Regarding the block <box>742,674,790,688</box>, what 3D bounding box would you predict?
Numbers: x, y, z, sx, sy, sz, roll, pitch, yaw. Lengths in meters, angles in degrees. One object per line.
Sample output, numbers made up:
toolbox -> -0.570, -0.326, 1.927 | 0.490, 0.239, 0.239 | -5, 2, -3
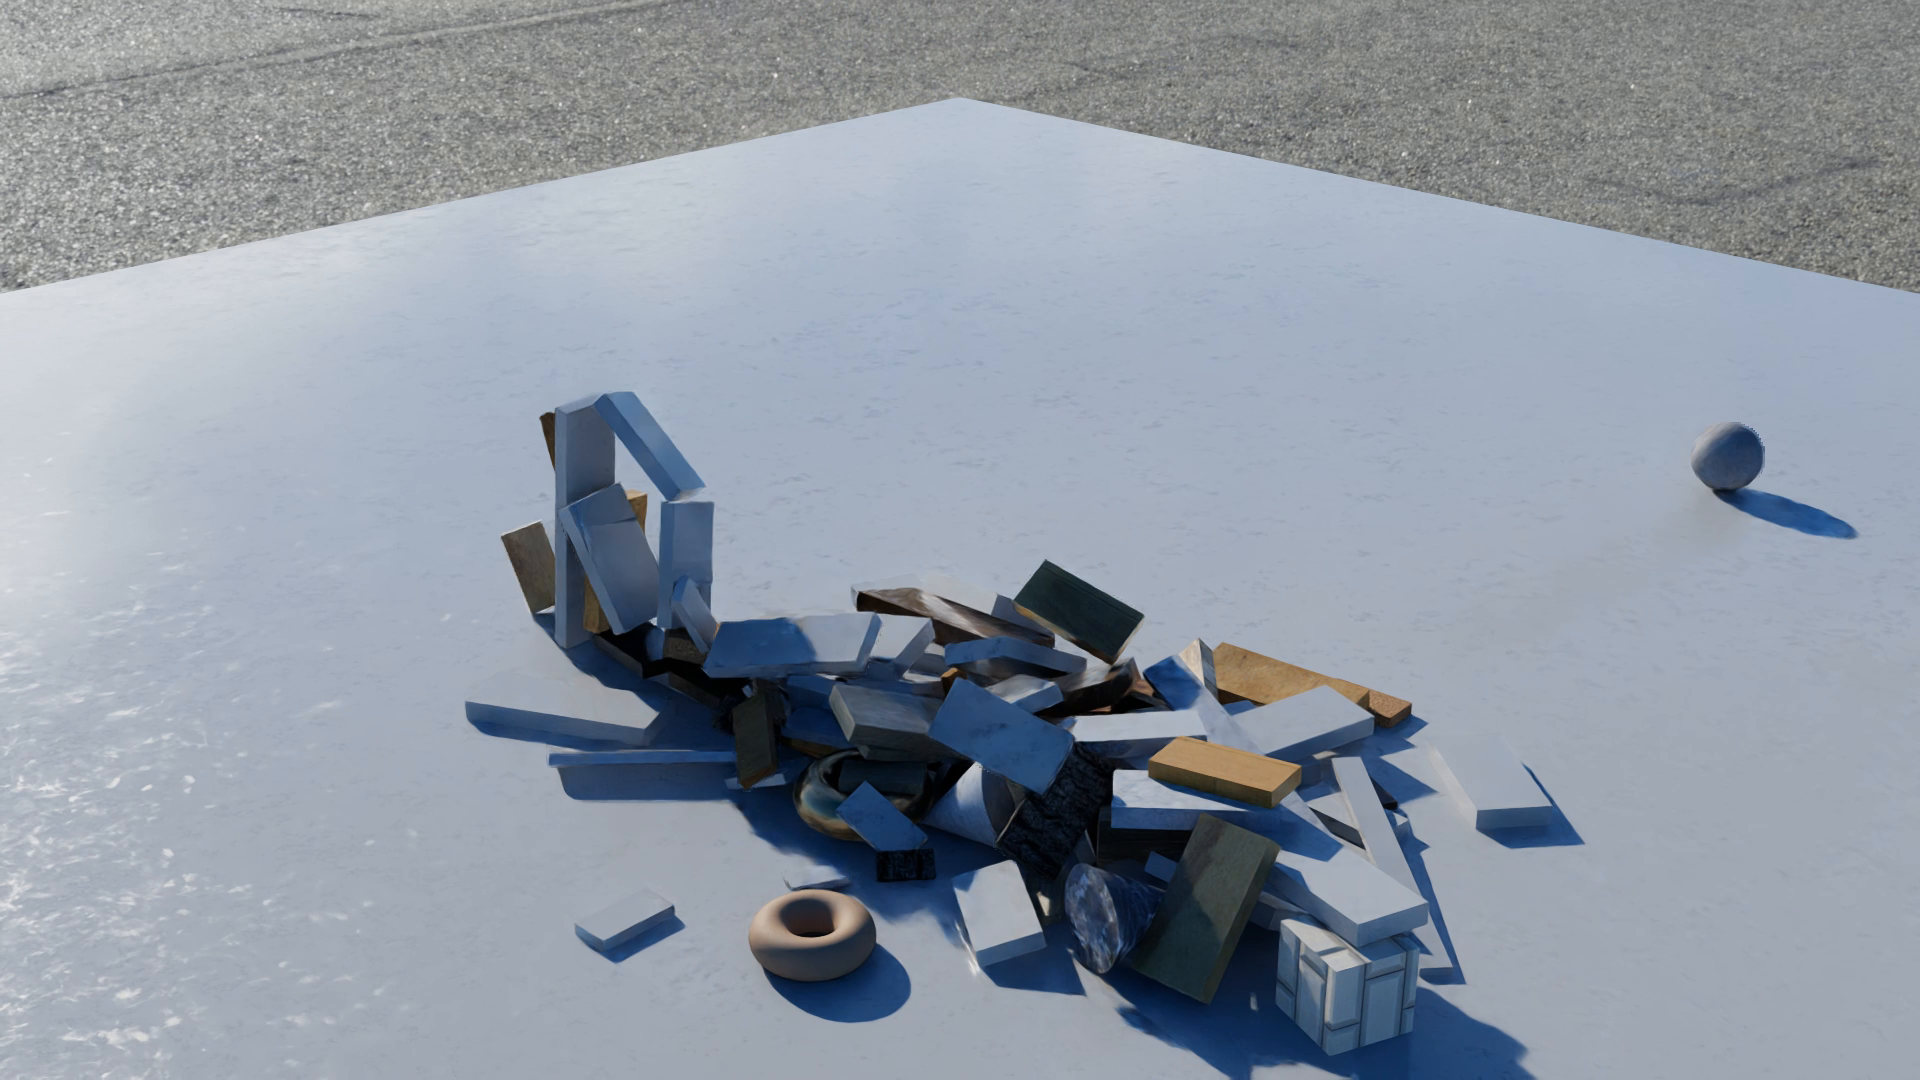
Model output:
block -> -0.412, 0.304, 4.838 | 0.140, 0.020, 0.070 | 15, 1, -11

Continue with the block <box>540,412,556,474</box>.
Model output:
block -> -0.912, -0.192, 5.120 | 0.029, 0.203, 0.102 | -28, -22, 21

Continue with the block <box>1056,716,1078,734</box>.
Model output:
block -> 0.161, 0.391, 4.208 | 0.016, 0.056, 0.164 | 39, 40, 22

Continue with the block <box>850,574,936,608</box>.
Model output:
block -> -0.094, 0.201, 5.225 | 0.169, 0.048, 0.468 | -10, 25, -23

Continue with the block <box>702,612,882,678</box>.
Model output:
block -> -0.361, 0.226, 4.694 | 0.406, 0.036, 0.126 | -5, 49, 32

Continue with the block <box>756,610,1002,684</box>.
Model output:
block -> -0.163, 0.242, 4.938 | 0.598, 0.044, 0.154 | 9, 10, 7

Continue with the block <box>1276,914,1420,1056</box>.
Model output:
block -> 0.664, 0.749, 3.779 | 0.169, 0.169, 0.169 | -10, 25, -23

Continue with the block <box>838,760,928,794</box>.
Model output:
block -> -0.153, 0.472, 4.382 | 0.167, 0.024, 0.084 | 1, 25, 5

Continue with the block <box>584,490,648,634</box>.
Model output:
block -> -0.795, 0.049, 5.069 | 0.043, 0.306, 0.153 | 17, 22, 27

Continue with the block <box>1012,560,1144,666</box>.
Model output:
block -> 0.252, 0.154, 4.683 | 0.252, 0.036, 0.126 | 29, 62, 19

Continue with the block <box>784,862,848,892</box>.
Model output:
block -> -0.277, 0.649, 4.211 | 0.112, 0.016, 0.056 | -8, 24, -18

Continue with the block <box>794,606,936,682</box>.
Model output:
block -> -0.240, 0.223, 4.740 | 0.338, 0.048, 0.169 | 4, 34, 32

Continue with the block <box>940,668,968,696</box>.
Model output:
block -> -0.003, 0.347, 4.762 | 0.020, 0.140, 0.070 | -2, 19, 30

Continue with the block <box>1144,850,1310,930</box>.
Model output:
block -> 0.496, 0.654, 4.082 | 0.284, 0.040, 0.142 | 21, 1, 38

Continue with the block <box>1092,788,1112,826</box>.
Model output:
block -> 0.313, 0.489, 4.443 | 0.039, 0.139, 0.351 | -38, 13, 20

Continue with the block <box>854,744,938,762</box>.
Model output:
block -> -0.132, 0.412, 4.434 | 0.168, 0.024, 0.084 | 7, 26, -33

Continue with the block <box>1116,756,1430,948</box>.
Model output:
block -> 0.553, 0.539, 4.034 | 0.152, 0.043, 0.753 | -11, 23, -26

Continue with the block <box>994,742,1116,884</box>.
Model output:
block -> 0.185, 0.508, 4.167 | 0.126, 0.036, 0.254 | 35, 64, -2

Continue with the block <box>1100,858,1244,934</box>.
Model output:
block -> 0.374, 0.675, 4.086 | 0.284, 0.040, 0.142 | 21, 20, 40

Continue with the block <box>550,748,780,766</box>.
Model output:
block -> -0.618, 0.454, 4.613 | 0.472, 0.023, 0.081 | -1, -2, -1

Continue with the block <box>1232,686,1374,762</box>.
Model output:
block -> 0.704, 0.397, 4.640 | 0.310, 0.044, 0.155 | -15, 30, -29

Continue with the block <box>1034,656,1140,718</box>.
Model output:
block -> 0.189, 0.339, 4.645 | 0.356, 0.050, 0.178 | -17, 7, 23

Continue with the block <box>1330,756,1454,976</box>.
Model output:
block -> 0.822, 0.613, 4.231 | 0.061, 0.017, 0.692 | -2, 27, -4

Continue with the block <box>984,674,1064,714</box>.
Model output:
block -> 0.111, 0.329, 4.564 | 0.132, 0.037, 0.264 | -21, 6, -14

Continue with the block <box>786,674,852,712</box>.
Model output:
block -> -0.227, 0.365, 4.679 | 0.276, 0.138, 0.039 | 14, 52, 14

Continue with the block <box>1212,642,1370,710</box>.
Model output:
block -> 0.701, 0.335, 4.877 | 0.380, 0.044, 0.155 | 18, 40, 36

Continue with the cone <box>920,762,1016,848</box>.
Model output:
cone -> 0.013, 0.536, 4.364 | 0.233, 0.233, 0.233 | -18, 12, 30

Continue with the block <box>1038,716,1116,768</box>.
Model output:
block -> 0.204, 0.406, 4.451 | 0.264, 0.037, 0.132 | 1, 23, 21

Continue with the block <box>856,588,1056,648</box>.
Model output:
block -> -0.015, 0.194, 5.032 | 0.464, 0.050, 0.178 | 18, 15, 42

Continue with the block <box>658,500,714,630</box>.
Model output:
block -> -0.606, 0.054, 4.864 | 0.039, 0.276, 0.138 | 4, 4, 32

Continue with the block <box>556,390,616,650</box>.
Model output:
block -> -0.861, -0.040, 5.051 | 0.039, 0.626, 0.138 | 30, 38, 35

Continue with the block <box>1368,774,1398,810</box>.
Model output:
block -> 0.839, 0.520, 4.512 | 0.061, 0.017, 0.121 | -8, 24, -18

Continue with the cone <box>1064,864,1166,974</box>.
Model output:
cone -> 0.323, 0.662, 3.962 | 0.197, 0.197, 0.197 | -7, 24, -25

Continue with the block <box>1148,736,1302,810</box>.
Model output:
block -> 0.492, 0.430, 4.091 | 0.253, 0.036, 0.126 | 12, 24, 31

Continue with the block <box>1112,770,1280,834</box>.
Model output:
block -> 0.435, 0.482, 4.067 | 0.304, 0.043, 0.152 | 1, 20, 5

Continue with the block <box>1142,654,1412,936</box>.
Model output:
block -> 0.602, 0.495, 4.311 | 0.084, 0.024, 0.876 | -26, 41, -11

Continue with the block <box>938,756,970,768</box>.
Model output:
block -> -0.084, 0.431, 4.557 | 0.208, 0.028, 0.099 | 13, -1, -2

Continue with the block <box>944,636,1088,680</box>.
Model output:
block -> 0.122, 0.260, 4.692 | 0.154, 0.044, 0.309 | -11, -18, 35

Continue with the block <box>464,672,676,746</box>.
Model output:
block -> -0.856, 0.370, 4.834 | 0.431, 0.043, 0.153 | 7, 24, 16

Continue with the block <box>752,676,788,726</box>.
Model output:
block -> -0.405, 0.342, 4.663 | 0.057, 0.016, 0.149 | 20, 21, -22

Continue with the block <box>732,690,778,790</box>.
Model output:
block -> -0.422, 0.408, 4.524 | 0.084, 0.024, 0.221 | -33, 37, 15

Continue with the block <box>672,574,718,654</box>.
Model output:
block -> -0.578, 0.161, 4.789 | 0.023, 0.163, 0.081 | -9, 41, 18

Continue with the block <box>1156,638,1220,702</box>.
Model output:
block -> 0.485, 0.341, 4.774 | 0.044, 0.155, 0.311 | 42, 19, -14

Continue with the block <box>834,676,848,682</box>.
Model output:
block -> -0.127, 0.346, 4.844 | 0.276, 0.039, 0.138 | 14, 9, 29

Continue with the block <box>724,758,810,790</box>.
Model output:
block -> -0.395, 0.480, 4.522 | 0.168, 0.024, 0.084 | -10, 13, 39
